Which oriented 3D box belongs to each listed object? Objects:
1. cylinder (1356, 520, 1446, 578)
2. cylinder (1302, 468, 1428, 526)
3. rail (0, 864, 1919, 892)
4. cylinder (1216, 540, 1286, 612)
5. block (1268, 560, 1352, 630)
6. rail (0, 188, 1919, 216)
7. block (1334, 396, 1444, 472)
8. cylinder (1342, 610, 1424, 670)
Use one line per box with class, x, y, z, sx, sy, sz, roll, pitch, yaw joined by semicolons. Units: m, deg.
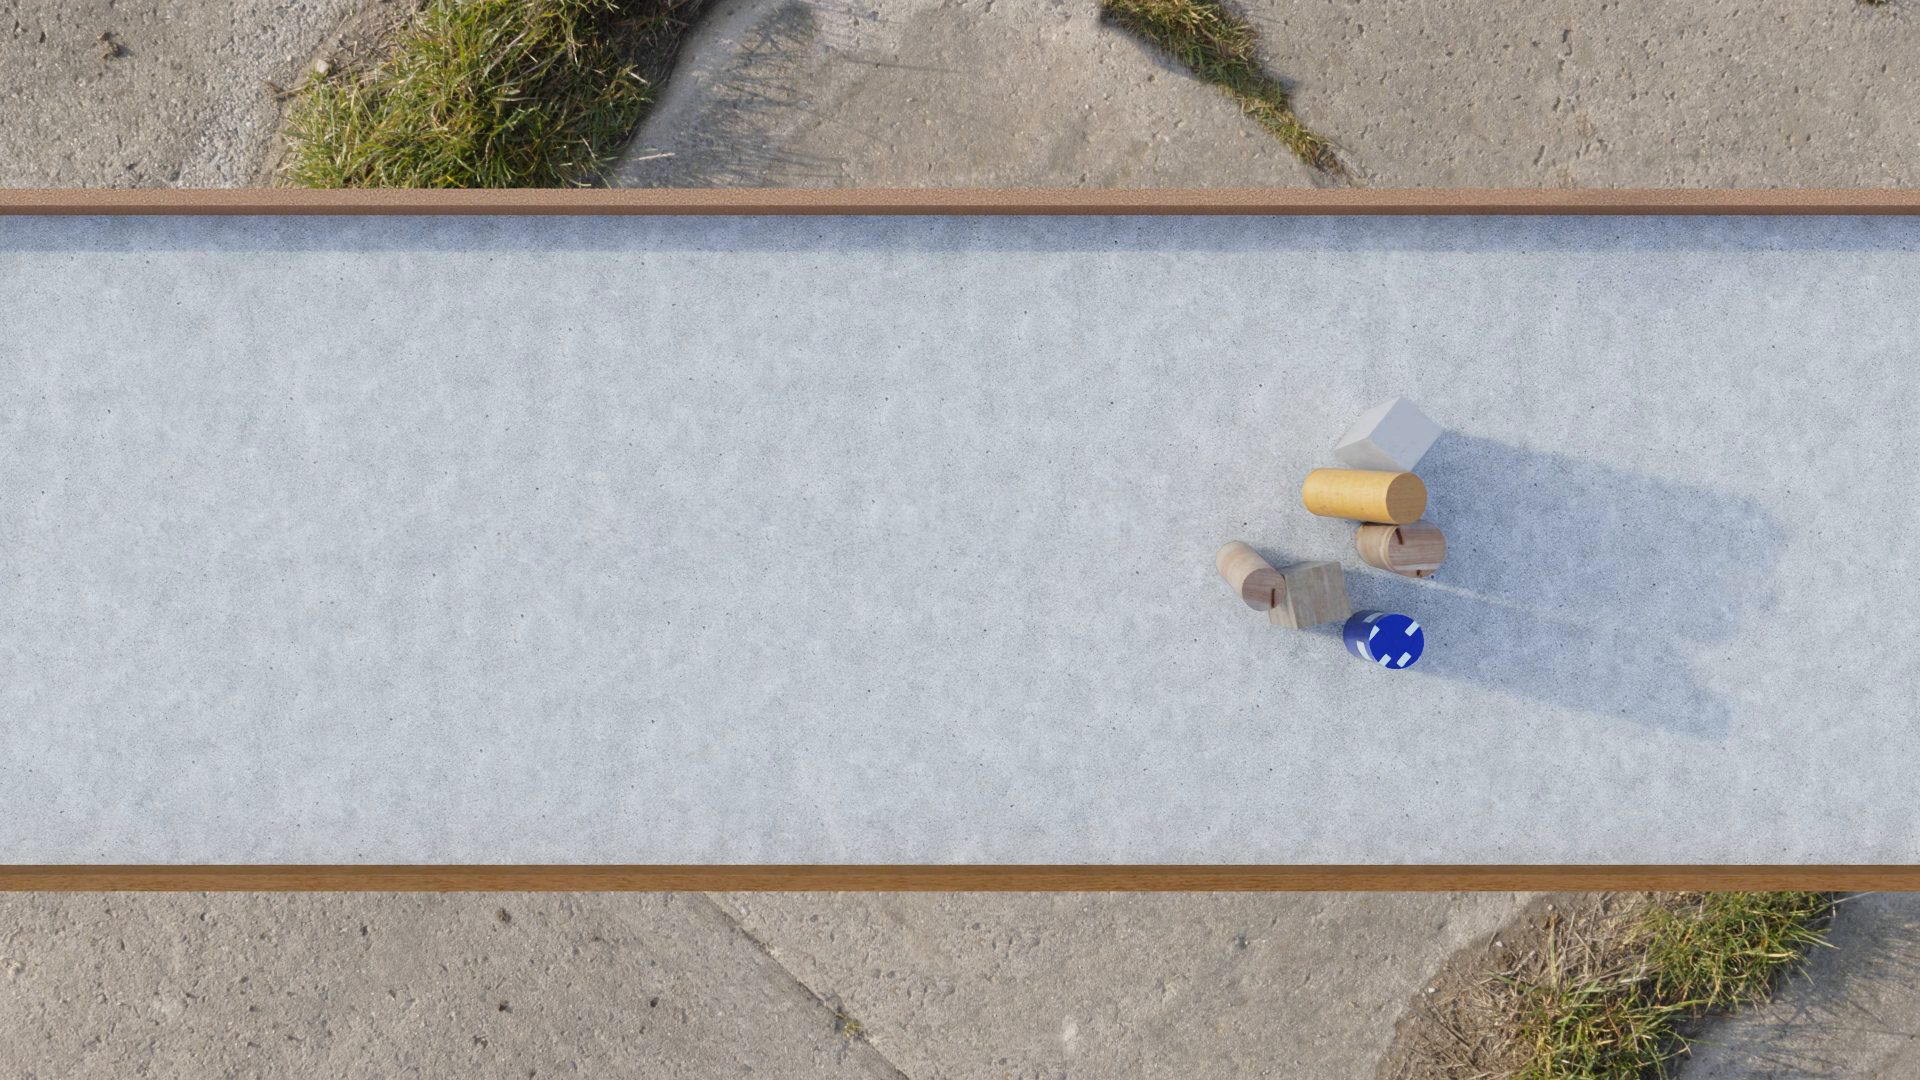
cylinder;1.308;0.014;4.910;0.171;0.318;0.171;0;94;-3
cylinder;1.189;-0.132;4.870;0.149;0.387;0.149;-2;96;-25
rail;-2.247;1.025;5.001;12.000;0.150;0.050;0;90;0
cylinder;0.859;0.103;4.894;0.129;0.345;0.129;-1;103;-4
block;1.021;0.159;4.893;0.162;0.362;0.162;-13;90;-2
rail;-2.247;-1.025;5.002;12.000;0.150;0.050;0;90;0
block;1.262;-0.294;4.886;0.157;0.373;0.157;40;87;0
cylinder;1.257;0.293;4.912;0.158;0.329;0.158;0;90;0
